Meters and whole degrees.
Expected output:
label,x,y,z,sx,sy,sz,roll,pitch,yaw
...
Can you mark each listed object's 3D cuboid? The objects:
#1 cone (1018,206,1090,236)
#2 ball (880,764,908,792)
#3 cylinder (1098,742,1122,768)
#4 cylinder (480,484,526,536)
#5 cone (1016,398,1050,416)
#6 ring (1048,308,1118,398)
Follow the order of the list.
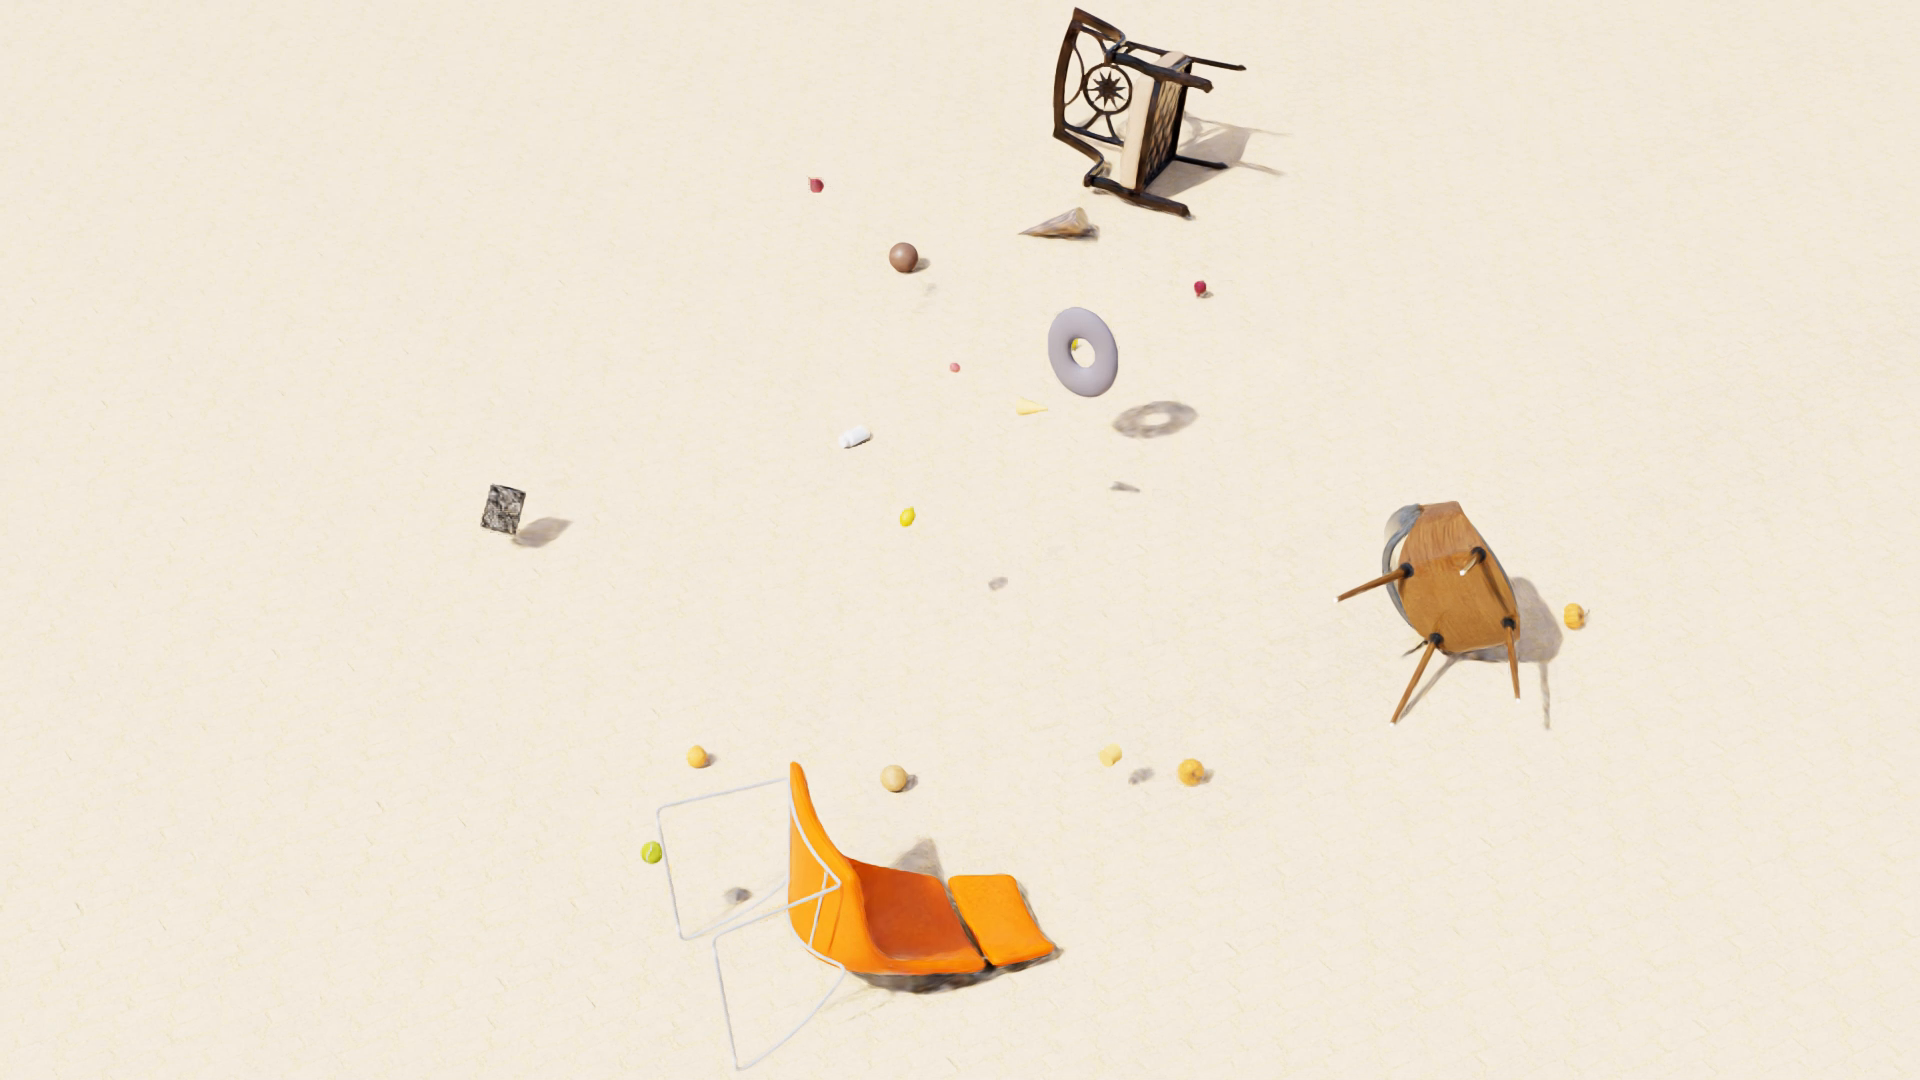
label,x,y,z,sx,sy,sz,roll,pitch,yaw
cone,0.394,-1.381,12.962,0.311,0.130,0.264,-10,-1,14
ball,-0.219,0.785,9.672,0.090,0.090,0.090,0,33,0
cylinder,0.492,0.700,9.567,0.050,0.074,0.060,-34,69,-29
cylinder,-1.682,-0.113,10.800,0.130,0.076,0.170,14,77,-5
cone,0.275,-0.478,10.616,0.134,0.067,0.065,7,14,36
ring,0.468,-0.712,11.154,0.283,0.379,0.062,1,29,22
